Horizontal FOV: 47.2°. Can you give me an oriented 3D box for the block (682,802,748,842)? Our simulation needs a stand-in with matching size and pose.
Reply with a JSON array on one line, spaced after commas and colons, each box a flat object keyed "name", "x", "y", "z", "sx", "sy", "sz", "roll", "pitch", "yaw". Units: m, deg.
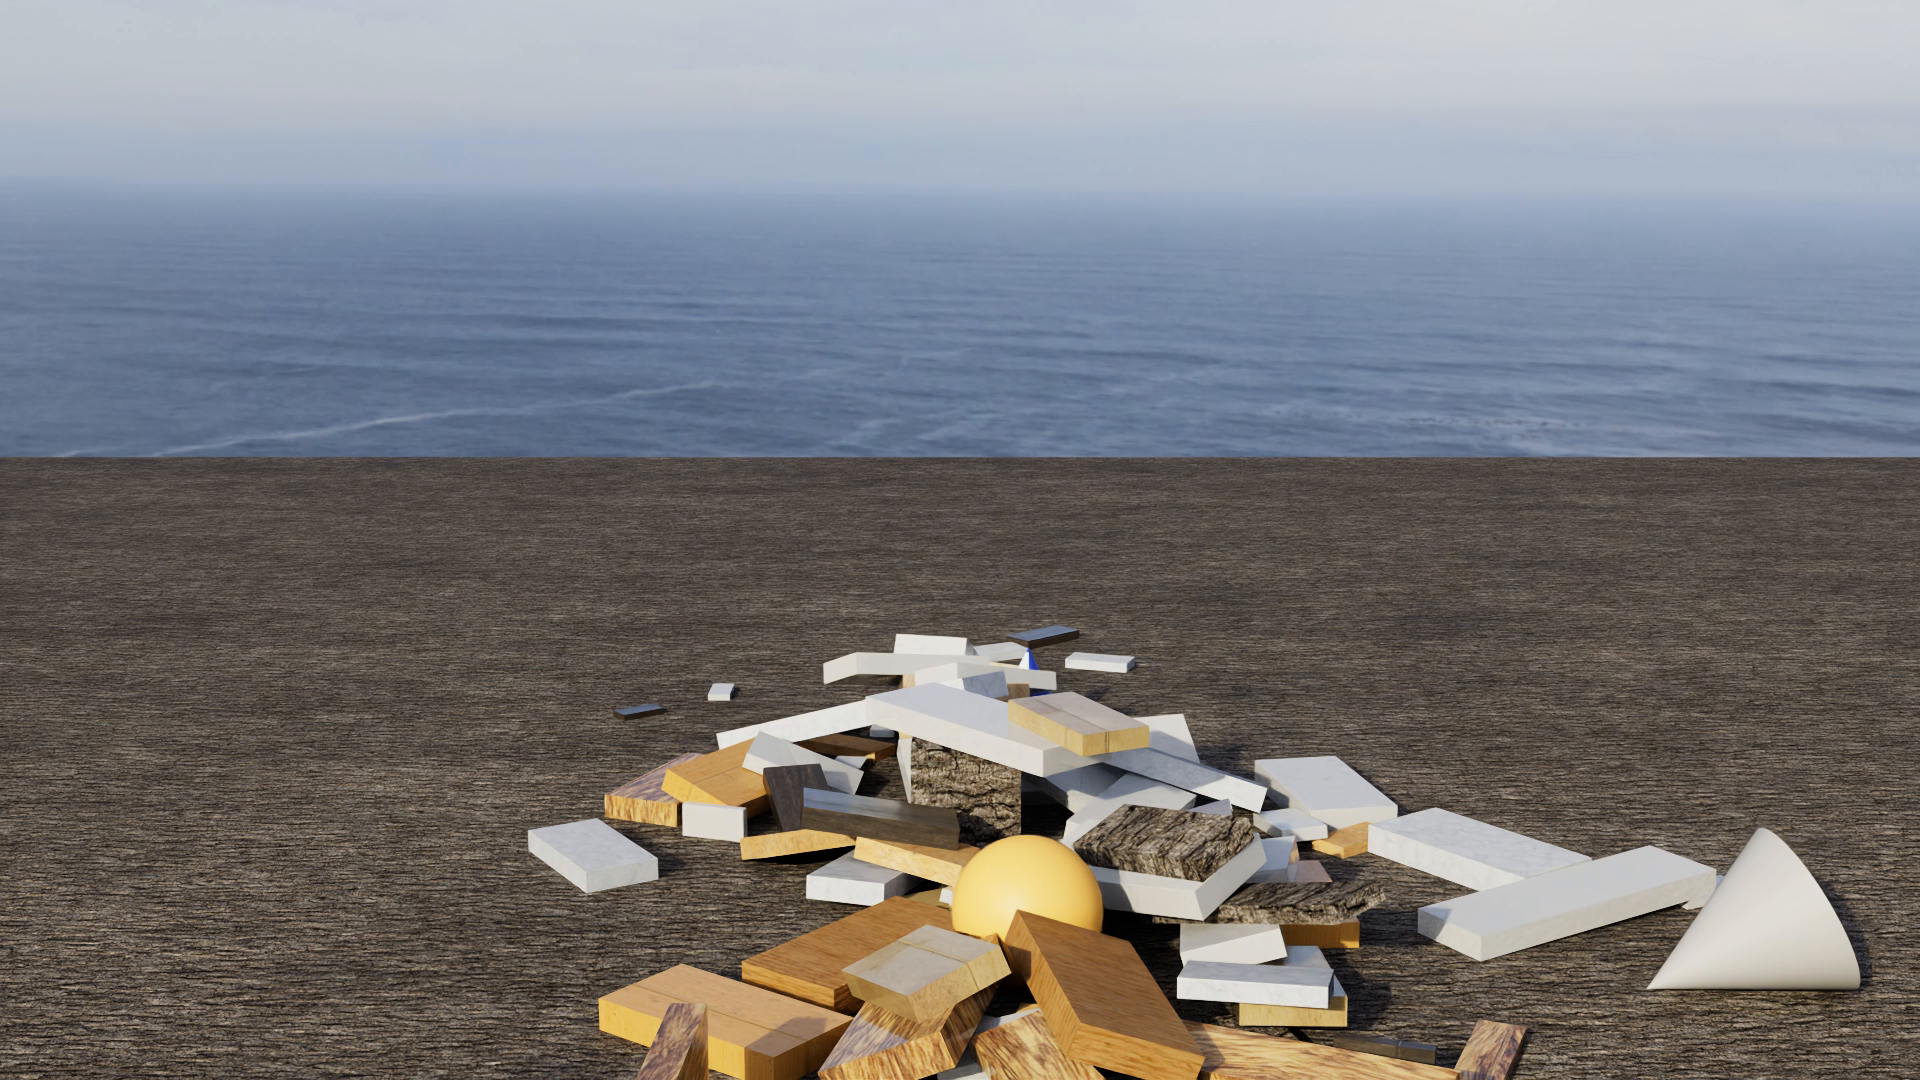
[{"name": "block", "x": -0.441, "y": 0.507, "z": 3.954, "sx": 0.120, "sy": 0.060, "sz": 0.017, "roll": 4, "pitch": 11, "yaw": 19}]

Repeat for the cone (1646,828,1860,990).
[{"name": "cone", "x": 1.136, "y": 0.606, "z": 3.259, "sx": 0.265, "sy": 0.265, "sz": 0.265, "roll": -27, "pitch": 12, "yaw": 0}]

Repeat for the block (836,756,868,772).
[{"name": "block", "x": -0.225, "y": 0.455, "z": 4.350, "sx": 0.061, "sy": 0.017, "sz": 0.135, "roll": 2, "pitch": 11, "yaw": 8}]

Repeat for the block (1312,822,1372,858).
[{"name": "block", "x": 0.703, "y": 0.534, "z": 3.916, "sx": 0.145, "sy": 0.021, "sz": 0.072, "roll": -9, "pitch": 14, "yaw": -39}]

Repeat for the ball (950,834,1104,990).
[{"name": "ball", "x": 0.100, "y": 0.551, "z": 3.260, "sx": 0.226, "sy": 0.226, "sz": 0.226, "roll": 0, "pitch": 11, "yaw": 0}]

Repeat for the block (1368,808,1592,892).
[{"name": "block", "x": 0.892, "y": 0.542, "z": 3.792, "sx": 0.173, "sy": 0.049, "sz": 0.346, "roll": -8, "pitch": 13, "yaw": -35}]

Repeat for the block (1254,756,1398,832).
[{"name": "block", "x": 0.685, "y": 0.478, "z": 4.142, "sx": 0.164, "sy": 0.047, "sz": 0.329, "roll": -2, "pitch": 11, "yaw": -10}]

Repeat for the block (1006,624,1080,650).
[{"name": "block", "x": 0.206, "y": 0.242, "z": 5.480, "sx": 0.180, "sy": 0.022, "sz": 0.079, "roll": -10, "pitch": 14, "yaw": -42}]

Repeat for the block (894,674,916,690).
[{"name": "block", "x": -0.058, "y": 0.327, "z": 4.659, "sx": 0.155, "sy": 0.044, "sz": 0.310, "roll": -1, "pitch": -11, "yaw": -7}]

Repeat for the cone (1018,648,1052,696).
[{"name": "cone", "x": 0.145, "y": 0.313, "z": 4.673, "sx": 0.177, "sy": 0.177, "sz": 0.177, "roll": 0, "pitch": 11, "yaw": 0}]

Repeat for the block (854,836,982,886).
[{"name": "block", "x": 0.035, "y": 0.545, "z": 3.618, "sx": 0.405, "sy": 0.037, "sz": 0.131, "roll": 12, "pitch": 7, "yaw": 23}]

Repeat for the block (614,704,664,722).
[{"name": "block", "x": -0.700, "y": 0.375, "z": 4.789, "sx": 0.096, "sy": 0.014, "sz": 0.048, "roll": -8, "pitch": 13, "yaw": -37}]

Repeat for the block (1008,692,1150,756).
[{"name": "block", "x": 0.200, "y": 0.312, "z": 3.756, "sx": 0.129, "sy": 0.036, "sz": 0.257, "roll": -5, "pitch": 12, "yaw": -27}]

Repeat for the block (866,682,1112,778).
[{"name": "block", "x": 0.045, "y": 0.330, "z": 3.886, "sx": 0.164, "sy": 0.047, "sz": 0.470, "roll": -9, "pitch": 14, "yaw": -40}]

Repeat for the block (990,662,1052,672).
[{"name": "block", "x": 0.128, "y": 0.302, "z": 5.105, "sx": 0.149, "sy": 0.021, "sz": 0.075, "roll": 6, "pitch": -4, "yaw": 28}]

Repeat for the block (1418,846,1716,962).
[{"name": "block", "x": 0.983, "y": 0.581, "z": 3.547, "sx": 0.510, "sy": 0.041, "sz": 0.144, "roll": -8, "pitch": 13, "yaw": -28}]

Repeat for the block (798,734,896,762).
[{"name": "block", "x": -0.232, "y": 0.423, "z": 4.510, "sx": 0.192, "sy": 0.021, "sz": 0.075, "roll": 7, "pitch": 13, "yaw": 33}]

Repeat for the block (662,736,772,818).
[{"name": "block", "x": -0.405, "y": 0.451, "z": 4.141, "sx": 0.153, "sy": 0.043, "sz": 0.306, "roll": 27, "pitch": 20, "yaw": 24}]

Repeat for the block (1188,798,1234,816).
[{"name": "block", "x": 0.327, "y": 0.491, "z": 3.621, "sx": 0.257, "sy": 0.036, "sz": 0.129, "roll": -17, "pitch": 4, "yaw": 6}]

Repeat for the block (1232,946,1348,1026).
[{"name": "block", "x": 0.463, "y": 0.641, "z": 3.175, "sx": 0.148, "sy": 0.042, "sz": 0.295, "roll": 0, "pitch": 3, "yaw": 1}]

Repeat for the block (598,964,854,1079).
[{"name": "block", "x": -0.328, "y": 0.677, "z": 3.074, "sx": 0.332, "sy": 0.047, "sz": 0.166, "roll": 8, "pitch": 13, "yaw": 37}]

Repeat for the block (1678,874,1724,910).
[{"name": "block", "x": 1.236, "y": 0.584, "z": 3.650, "sx": 0.133, "sy": 0.019, "sz": 0.067, "roll": -5, "pitch": 12, "yaw": -25}]

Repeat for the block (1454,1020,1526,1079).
[{"name": "block", "x": 0.717, "y": 0.707, "z": 2.985, "sx": 0.067, "sy": 0.019, "sz": 0.232, "roll": 4, "pitch": 11, "yaw": 23}]

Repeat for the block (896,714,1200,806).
[{"name": "block", "x": 0.172, "y": 0.426, "z": 4.177, "sx": 0.564, "sy": 0.043, "sz": 0.153, "roll": -4, "pitch": 46, "yaw": -13}]

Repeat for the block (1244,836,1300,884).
[{"name": "block", "x": 0.406, "y": 0.547, "z": 3.620, "sx": 0.287, "sy": 0.041, "sz": 0.144, "roll": -8, "pitch": 11, "yaw": 16}]

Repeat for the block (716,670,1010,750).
[{"name": "block", "x": -0.194, "y": 0.342, "z": 4.299, "sx": 0.566, "sy": 0.049, "sz": 0.173, "roll": -15, "pitch": -5, "yaw": 28}]

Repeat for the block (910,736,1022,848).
[{"name": "block", "x": 0.012, "y": 0.442, "z": 3.941, "sx": 0.193, "sy": 0.193, "sz": 0.193, "roll": 0, "pitch": 11, "yaw": 1}]

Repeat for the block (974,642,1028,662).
[{"name": "block", "x": 0.076, "y": 0.273, "z": 5.314, "sx": 0.158, "sy": 0.022, "sz": 0.079, "roll": -6, "pitch": 12, "yaw": -28}]

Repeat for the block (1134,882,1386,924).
[{"name": "block", "x": 0.438, "y": 0.543, "z": 3.285, "sx": 0.102, "sy": 0.029, "sz": 0.434, "roll": -17, "pitch": 3, "yaw": -37}]

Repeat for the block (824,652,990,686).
[{"name": "block", "x": -0.111, "y": 0.272, "z": 4.595, "sx": 0.310, "sy": 0.044, "sz": 0.155, "roll": 3, "pitch": -13, "yaw": -29}]

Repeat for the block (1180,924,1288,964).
[{"name": "block", "x": 0.409, "y": 0.587, "z": 3.308, "sx": 0.148, "sy": 0.042, "sz": 0.295, "roll": -15, "pitch": 2, "yaw": 7}]

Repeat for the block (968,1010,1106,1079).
[{"name": "block", "x": 0.100, "y": 0.682, "z": 2.836, "sx": 0.104, "sy": 0.030, "sz": 0.209, "roll": -18, "pitch": 19, "yaw": -18}]

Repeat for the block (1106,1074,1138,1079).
[{"name": "block", "x": 0.156, "y": 0.734, "z": 2.814, "sx": 0.203, "sy": 0.029, "sz": 0.102, "roll": -5, "pitch": 12, "yaw": -27}]

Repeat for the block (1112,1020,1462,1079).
[{"name": "block", "x": 0.415, "y": 0.691, "z": 2.866, "sx": 0.472, "sy": 0.030, "sz": 0.104, "roll": 2, "pitch": 21, "yaw": 38}]
